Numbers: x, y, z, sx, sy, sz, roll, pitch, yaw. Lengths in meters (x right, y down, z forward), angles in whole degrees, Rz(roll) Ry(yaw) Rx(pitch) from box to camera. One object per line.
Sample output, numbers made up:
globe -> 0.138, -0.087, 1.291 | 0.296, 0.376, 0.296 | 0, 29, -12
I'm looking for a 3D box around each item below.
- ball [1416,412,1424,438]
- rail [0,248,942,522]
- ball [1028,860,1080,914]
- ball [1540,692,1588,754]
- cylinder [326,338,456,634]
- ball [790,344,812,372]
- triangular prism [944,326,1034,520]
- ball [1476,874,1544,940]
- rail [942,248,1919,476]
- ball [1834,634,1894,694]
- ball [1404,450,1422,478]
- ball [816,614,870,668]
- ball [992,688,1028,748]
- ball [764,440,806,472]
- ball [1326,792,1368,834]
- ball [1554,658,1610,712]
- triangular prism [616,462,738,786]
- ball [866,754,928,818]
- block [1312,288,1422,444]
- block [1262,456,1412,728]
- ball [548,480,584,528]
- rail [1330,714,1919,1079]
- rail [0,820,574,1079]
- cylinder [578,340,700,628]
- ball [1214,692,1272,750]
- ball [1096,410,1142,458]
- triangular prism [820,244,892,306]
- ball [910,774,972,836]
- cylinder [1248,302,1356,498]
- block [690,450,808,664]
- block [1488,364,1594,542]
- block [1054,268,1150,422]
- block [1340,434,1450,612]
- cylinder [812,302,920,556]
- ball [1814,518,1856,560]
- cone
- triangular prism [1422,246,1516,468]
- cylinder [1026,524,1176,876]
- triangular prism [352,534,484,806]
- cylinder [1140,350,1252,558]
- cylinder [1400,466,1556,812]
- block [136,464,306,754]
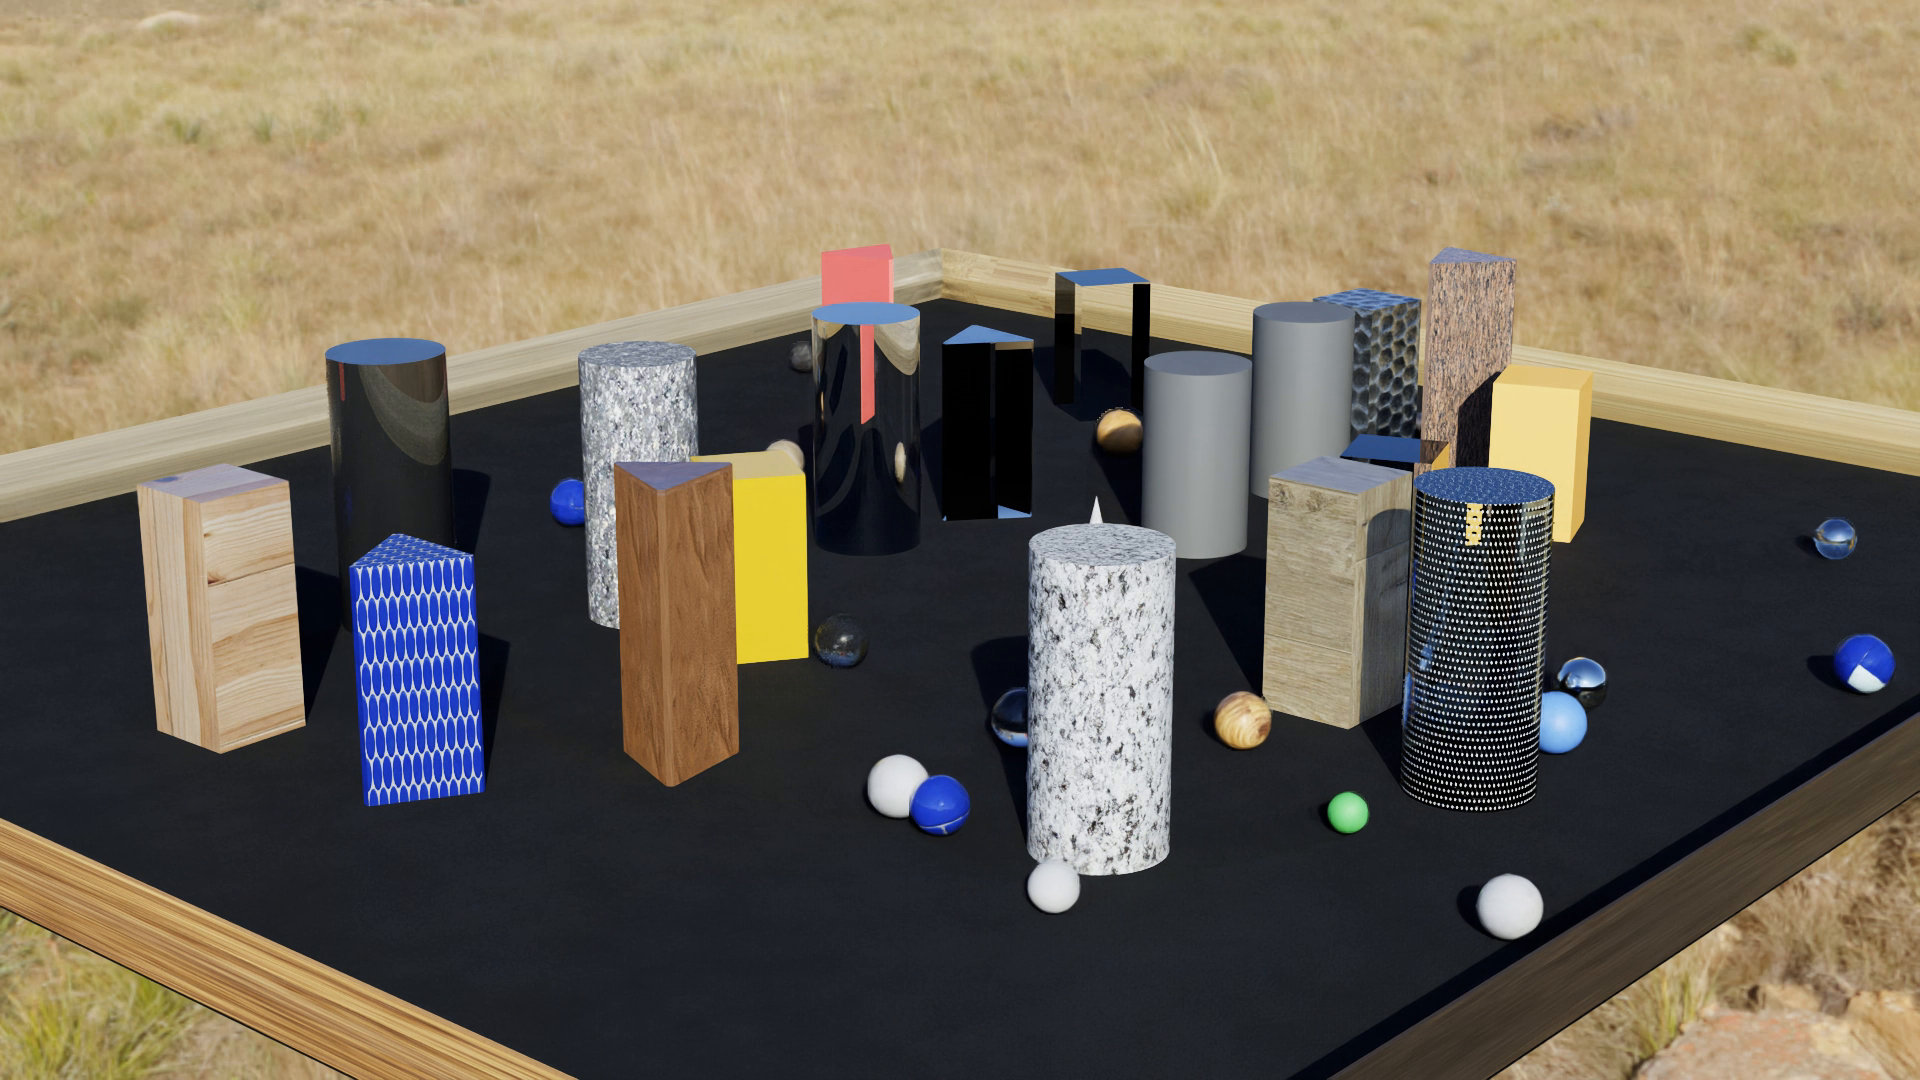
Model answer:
ball -> 0.969, -0.242, 6.164 | 0.052, 0.052, 0.052 | 0, 17, 0
rail -> -1.237, -0.278, 6.149 | 0.045, 0.128, 3.684 | 14, 22, 39
ball -> 0.123, 0.453, 3.829 | 0.070, 0.070, 0.070 | 0, 17, 0
ball -> 0.890, 0.273, 4.383 | 0.094, 0.094, 0.094 | 0, 17, 0
cylinder -> -0.953, -0.088, 4.930 | 0.197, 0.470, 0.197 | 0, 17, 0
ball -> -0.357, -0.417, 6.721 | 0.067, 0.067, 0.067 | 0, 17, 0
triangular prism -> 0.040, -0.227, 5.609 | 0.171, 0.344, 0.148 | -3, 17, -10
ball -> 0.703, 0.469, 3.748 | 0.085, 0.085, 0.085 | 0, 17, 0
rail -> 1.192, -0.364, 6.434 | 3.325, 0.128, 0.045 | 14, 22, 39
ball -> 1.430, 0.197, 4.638 | 0.093, 0.093, 0.093 | 0, 17, 0
ball -> 0.917, -0.152, 5.858 | 0.057, 0.057, 0.057 | 0, 17, 0
ball -> -0.190, 0.164, 4.757 | 0.088, 0.088, 0.088 | 0, 17, 0
ball -> 0.091, 0.268, 4.408 | 0.089, 0.089, 0.089 | 0, 17, 0
ball -> -0.350, -0.155, 5.817 | 0.086, 0.086, 0.086 | 0, 17, 0
ball -> 0.540, 0.381, 4.088 | 0.058, 0.058, 0.058 | 0, 17, 0
ball -> 0.966, 0.225, 4.558 | 0.085, 0.085, 0.085 | 0, 17, 0
triangular prism -> -0.440, 0.112, 4.304 | 0.148, 0.448, 0.171 | 10, 19, 30
ball -> -0.087, 0.348, 4.140 | 0.090, 0.090, 0.090 | 0, 17, 0
block -> 0.835, -0.346, 6.062 | 0.158, 0.311, 0.158 | -15, 22, -41
block -> 0.583, 0.078, 4.542 | 0.158, 0.375, 0.158 | 13, 21, 37
ball -> -0.730, -0.069, 5.526 | 0.089, 0.089, 0.089 | 0, 17, 0
rail -> 1.237, 0.342, 4.091 | 0.045, 0.128, 3.684 | 14, 22, 39
rail -> -1.192, 0.428, 3.805 | 3.325, 0.128, 0.045 | 14, 22, 39
cylinder -> -0.541, -0.094, 4.977 | 0.197, 0.454, 0.197 | 0, 17, 0
ball -> 0.424, 0.271, 4.400 | 0.088, 0.088, 0.088 | 0, 17, 0
ball -> 0.328, -0.218, 6.008 | 0.096, 0.096, 0.096 | 0, 17, 0
triangular prism -> -0.191, -0.464, 6.398 | 0.171, 0.342, 0.148 | 8, 19, 25
ball -> -0.027, 0.369, 4.080 | 0.085, 0.085, 0.085 | 0, 17, 0
cylinder -> 0.667, -0.272, 5.737 | 0.197, 0.356, 0.197 | 0, 17, 0
block -> -0.346, 0.028, 4.819 | 0.158, 0.312, 0.158 | -5, 17, -15
block -> 1.085, -0.164, 5.491 | 0.158, 0.291, 0.158 | 6, 18, 20
block -> 0.306, -0.424, 6.347 | 0.158, 0.296, 0.158 | -6, 18, -18
block -> 0.749, -0.029, 5.085 | 0.158, 0.267, 0.158 | 6, 18, 19
cylinder -> -0.171, -0.205, 5.385 | 0.197, 0.432, 0.197 | 0, 17, 0
ball -> 1.591, -0.002, 5.328 | 0.074, 0.074, 0.074 | 0, 17, 0
cone -> 0.194, 0.142, 4.234 | 0.197, 0.430, 0.197 | 0, 17, 0
triangular prism -> 0.959, -0.319, 5.684 | 0.171, 0.477, 0.148 | -3, 17, -9
cylinder -> 0.191, 0.215, 3.984 | 0.197, 0.437, 0.197 | 0, 17, 0
triangular prism -> -0.793, 0.181, 4.235 | 0.171, 0.356, 0.148 | -6, 18, -18
cylinder -> 0.433, -0.158, 5.385 | 0.197, 0.342, 0.197 | 0, 17, 0
cylinder -> 0.738, 0.141, 4.195 | 0.197, 0.456, 0.197 | 0, 17, 0
block -> -1.117, 0.101, 4.440 | 0.158, 0.390, 0.158 | 14, 21, 38
